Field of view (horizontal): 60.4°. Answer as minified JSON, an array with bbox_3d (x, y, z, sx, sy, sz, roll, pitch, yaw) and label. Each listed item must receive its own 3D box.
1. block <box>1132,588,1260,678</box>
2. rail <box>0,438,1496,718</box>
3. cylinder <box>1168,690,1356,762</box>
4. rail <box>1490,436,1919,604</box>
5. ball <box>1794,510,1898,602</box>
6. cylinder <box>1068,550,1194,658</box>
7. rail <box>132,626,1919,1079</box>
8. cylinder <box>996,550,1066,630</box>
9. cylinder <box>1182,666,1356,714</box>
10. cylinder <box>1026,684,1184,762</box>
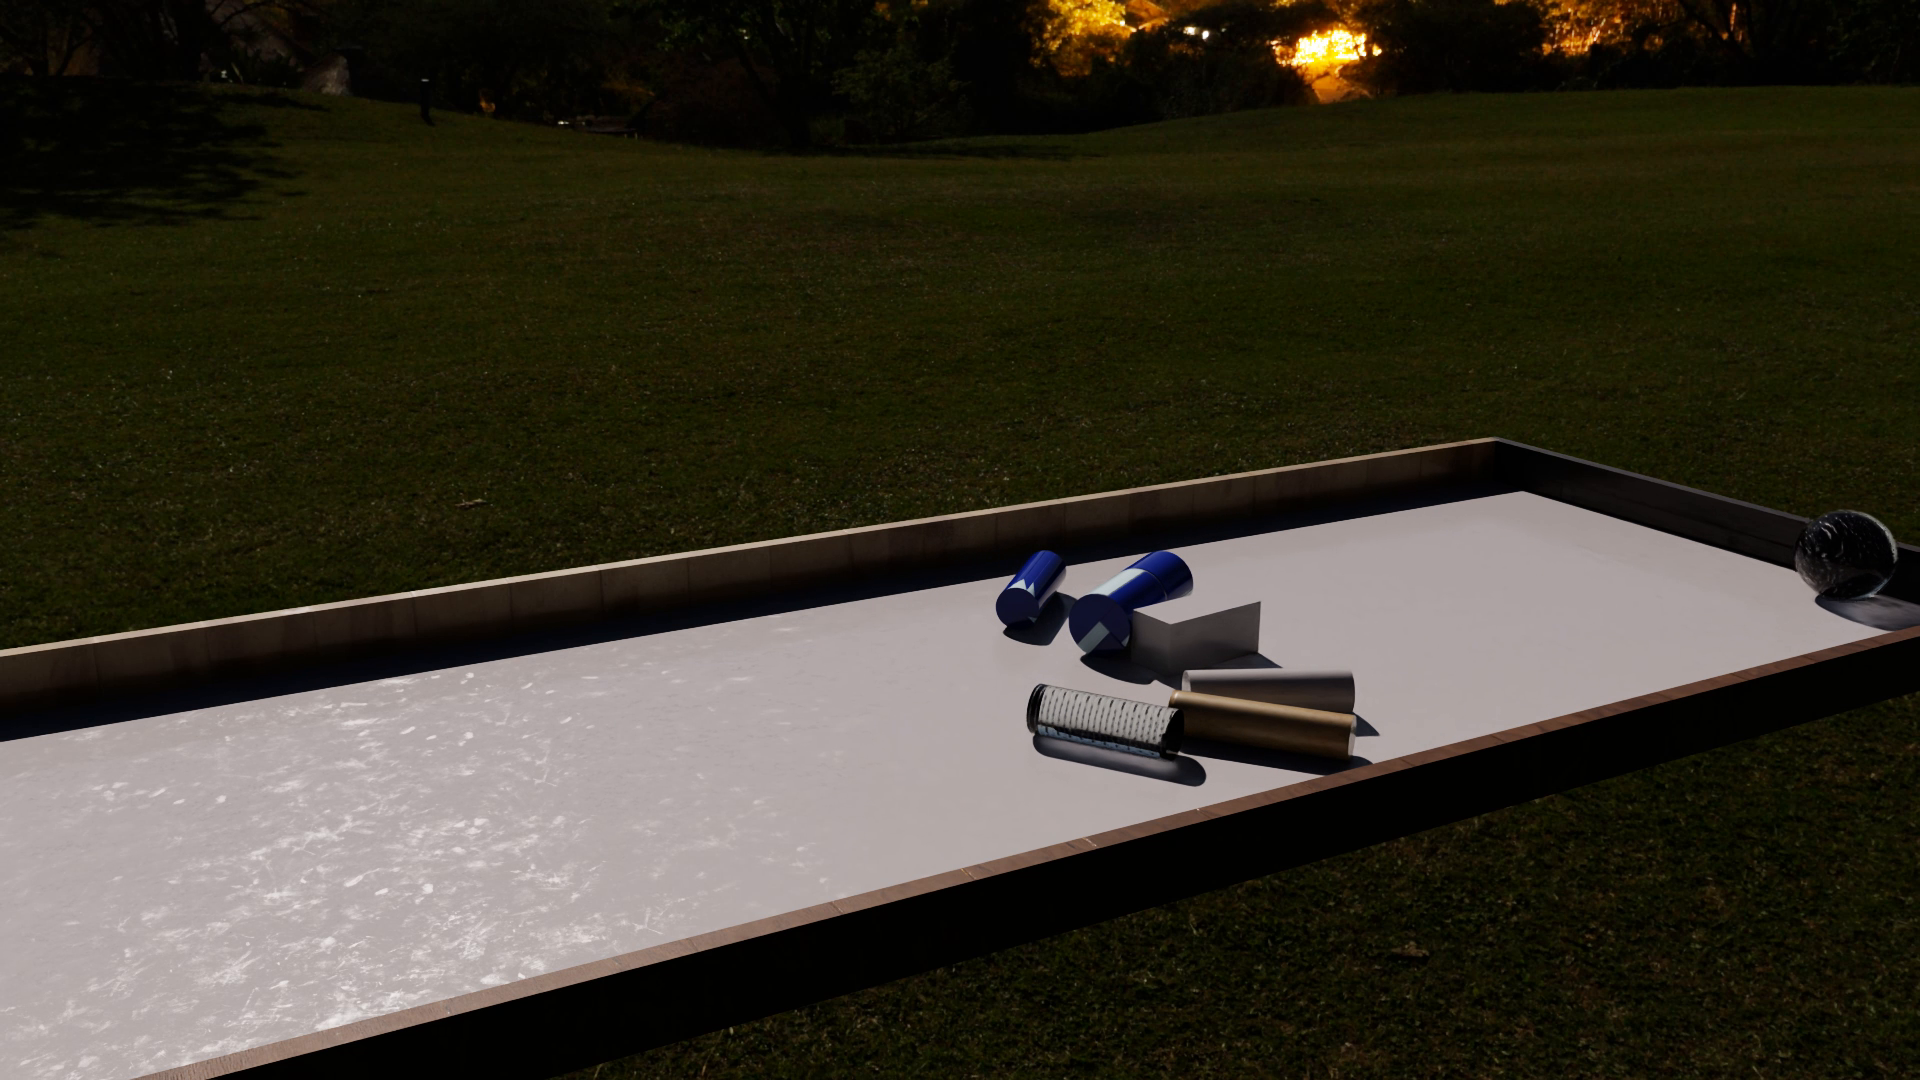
[{"bbox_3d":[0.615,0.237,4.294,0.318,0.143,0.143,-11,20,-34],"label":"block"},{"bbox_3d":[-3.305,0.497,3.399,12.000,0.150,0.050,-9,18,-27],"label":"rail"},{"bbox_3d":[0.683,0.419,3.745,0.411,0.104,0.104,7,18,21],"label":"cylinder"},{"bbox_3d":[2.466,-0.048,5.253,0.050,0.150,2.100,-9,18,-27],"label":"rail"},{"bbox_3d":[2.544,0.044,4.739,0.264,0.264,0.264,0,16,0],"label":"ball"},{"bbox_3d":[0.469,0.169,4.469,0.175,0.175,0.441,9,19,28],"label":"cylinder"},{"bbox_3d":[-2.336,1.006,1.665,12.000,0.150,0.050,-9,18,-27],"label":"rail"},{"bbox_3d":[0.204,0.138,4.669,0.122,0.122,0.360,4,17,15],"label":"cylinder"},{"bbox_3d":[0.731,0.362,3.921,0.389,0.114,0.114,-1,16,-3],"label":"cylinder"},{"bbox_3d":[0.329,0.412,3.743,0.339,0.116,0.116,8,18,26],"label":"cylinder"}]
